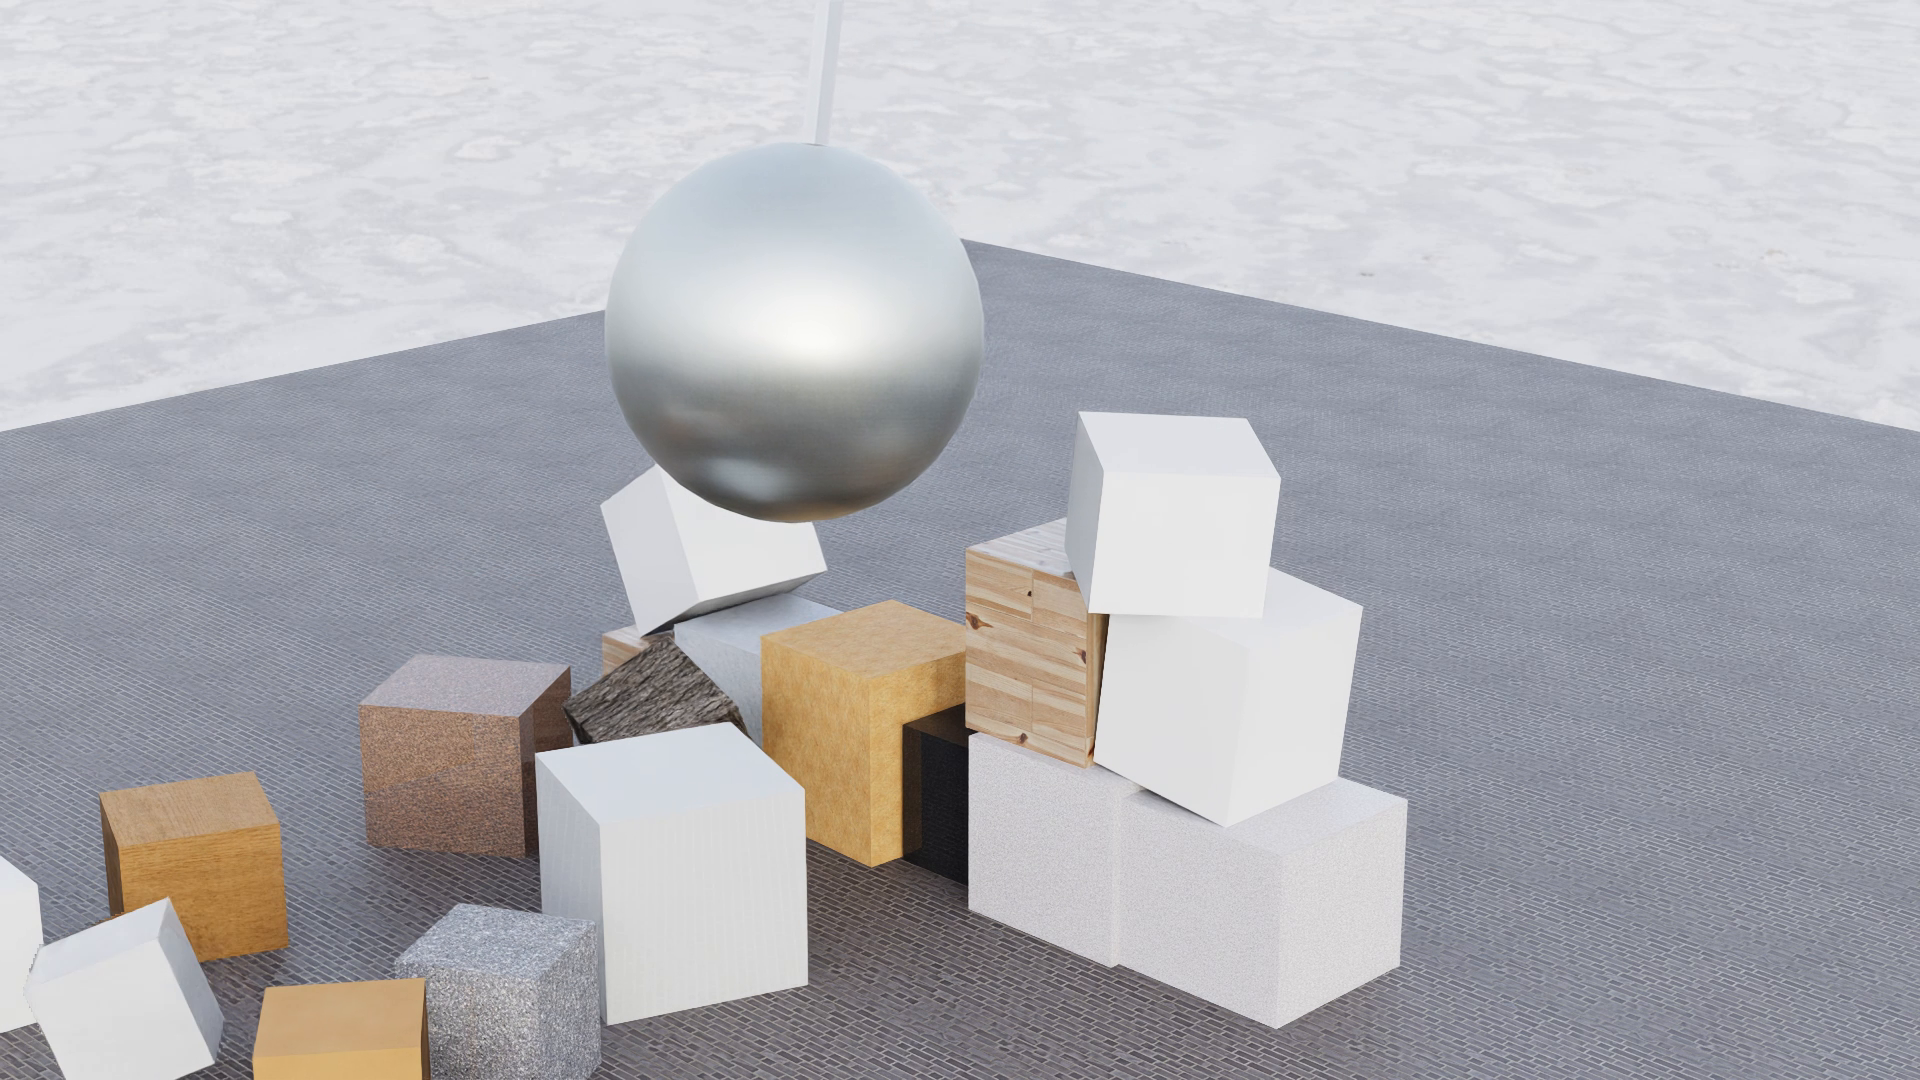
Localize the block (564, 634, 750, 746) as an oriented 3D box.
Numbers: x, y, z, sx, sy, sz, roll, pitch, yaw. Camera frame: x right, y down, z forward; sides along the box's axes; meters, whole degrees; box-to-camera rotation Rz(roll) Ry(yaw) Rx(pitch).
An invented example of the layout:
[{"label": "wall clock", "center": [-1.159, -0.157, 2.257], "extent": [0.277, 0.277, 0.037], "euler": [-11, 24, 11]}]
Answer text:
[{"label": "block", "center": [-1.385, 0.953, 13.788], "extent": [0.598, 0.555, 0.623], "euler": [-35, 48, -17]}]

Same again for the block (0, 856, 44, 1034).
[{"label": "block", "center": [-4.222, 1.679, 12.003], "extent": [0.718, 0.599, 0.631], "euler": [-14, 22, -37]}]

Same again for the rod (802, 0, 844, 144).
[{"label": "rod", "center": [-0.301, -4.187, 11.710], "extent": [0.080, 5.200, 0.080], "euler": [17, 15, 42]}]

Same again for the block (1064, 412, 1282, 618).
[{"label": "block", "center": [0.868, -0.109, 12.168], "extent": [0.722, 0.617, 0.692], "euler": [2, 22, -8]}]

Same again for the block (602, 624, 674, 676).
[{"label": "block", "center": [-1.373, 0.746, 15.026], "extent": [0.661, 0.568, 0.613], "euler": [-17, 24, -42]}]

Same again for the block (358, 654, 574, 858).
[{"label": "block", "center": [-2.329, 1.017, 13.931], "extent": [0.785, 0.706, 0.711], "euler": [4, 18, 11]}]

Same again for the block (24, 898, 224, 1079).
[{"label": "block", "center": [-3.235, 1.804, 11.384], "extent": [0.529, 0.549, 0.485], "euler": [-22, 15, -5]}]

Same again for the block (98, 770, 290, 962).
[{"label": "block", "center": [-3.346, 1.439, 12.795], "extent": [0.672, 0.583, 0.647], "euler": [-7, 19, -22]}]

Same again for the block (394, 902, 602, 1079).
[{"label": "block", "center": [-1.794, 1.845, 11.443], "extent": [0.592, 0.617, 0.551], "euler": [5, 18, 16]}]

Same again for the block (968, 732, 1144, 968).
[{"label": "block", "center": [0.664, 1.246, 13.001], "extent": [0.852, 0.828, 0.917], "euler": [17, 24, 42]}]

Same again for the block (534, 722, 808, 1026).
[{"label": "block", "center": [-1.226, 1.393, 12.433], "extent": [0.888, 0.888, 0.862], "euler": [-8, 19, -24]}]

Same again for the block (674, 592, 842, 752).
[{"label": "block", "center": [-0.892, 0.790, 14.527], "extent": [0.718, 0.781, 0.733], "euler": [-17, 24, -42]}]

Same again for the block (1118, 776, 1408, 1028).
[{"label": "block", "center": [1.281, 1.454, 12.441], "extent": [0.863, 0.765, 0.835], "euler": [17, 24, 42]}]

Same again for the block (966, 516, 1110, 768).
[{"label": "block", "center": [0.565, 0.417, 12.875], "extent": [0.709, 0.829, 0.821], "euler": [16, 24, 42]}]

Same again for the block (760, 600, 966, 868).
[{"label": "block", "center": [-0.371, 0.901, 13.939], "extent": [0.813, 0.923, 0.799], "euler": [-15, 23, -39]}]

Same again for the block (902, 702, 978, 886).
[{"label": "block", "center": [0.146, 1.168, 13.505], "extent": [0.593, 0.674, 0.563], "euler": [17, 24, 42]}]

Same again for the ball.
[{"label": "ball", "center": [-0.695, -0.869, 12.340], "extent": [1.600, 1.600, 1.600], "euler": [0, 17, 0]}]

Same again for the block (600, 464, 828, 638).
[{"label": "block", "center": [-1.248, -0.014, 14.767], "extent": [0.720, 0.710, 0.787], "euler": [-14, -7, -31]}]

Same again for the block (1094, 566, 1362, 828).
[{"label": "block", "center": [1.124, 0.610, 12.362], "extent": [0.740, 0.810, 0.741], "euler": [25, 29, 39]}]

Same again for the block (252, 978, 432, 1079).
[{"label": "block", "center": [-2.254, 2.042, 10.778], "extent": [0.585, 0.641, 0.566], "euler": [-2, 18, -8]}]
